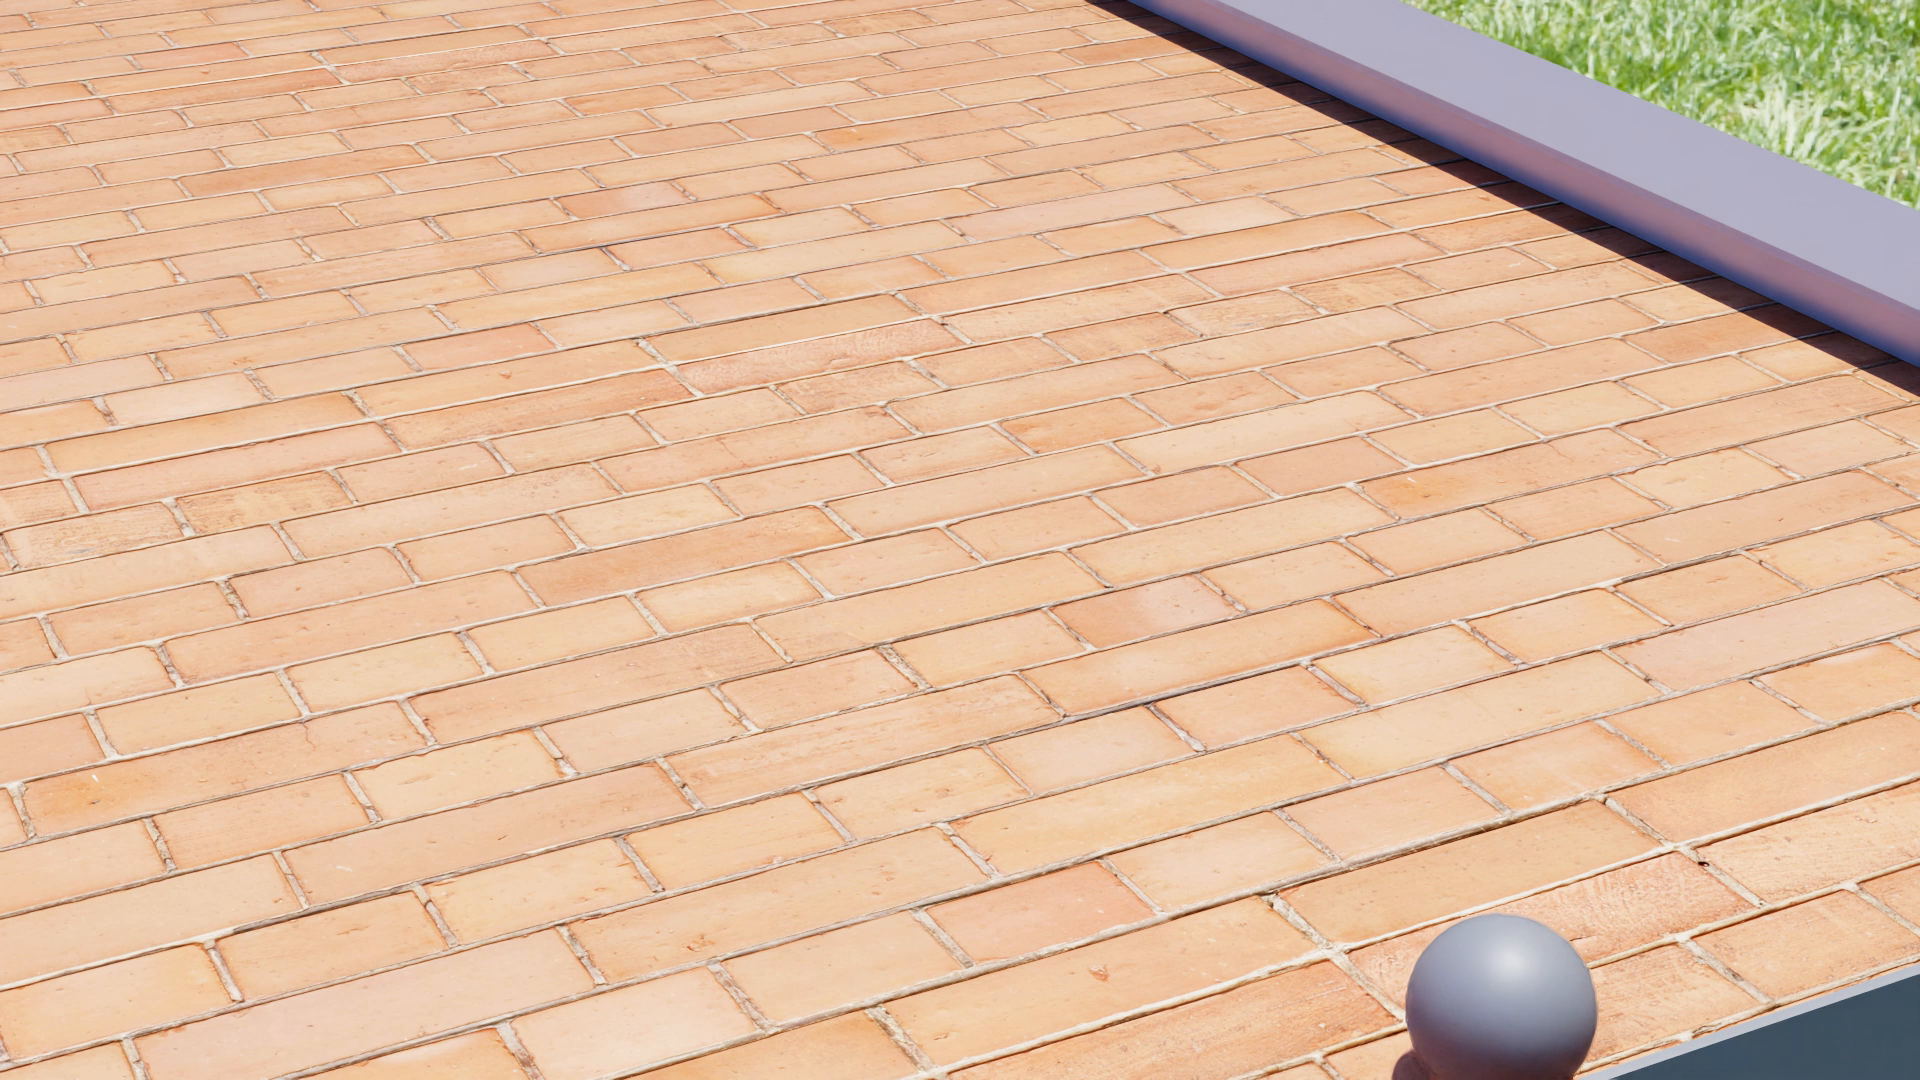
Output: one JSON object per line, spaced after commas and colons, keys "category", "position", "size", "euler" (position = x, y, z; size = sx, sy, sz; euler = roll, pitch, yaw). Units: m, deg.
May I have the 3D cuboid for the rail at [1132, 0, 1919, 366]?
{"category": "rail", "position": [0.406, -0.516, 3.099], "size": [0.045, 0.128, 3.303], "euler": [-12, 28, -24]}

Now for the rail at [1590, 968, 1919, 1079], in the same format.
{"category": "rail", "position": [0.366, 0.275, 1.427], "size": [1.808, 0.128, 0.045], "euler": [-12, 28, -24]}

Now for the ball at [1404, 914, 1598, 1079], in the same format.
{"category": "ball", "position": [0.281, 0.244, 1.530], "size": [0.099, 0.099, 0.099], "euler": [0, 25, 0]}
